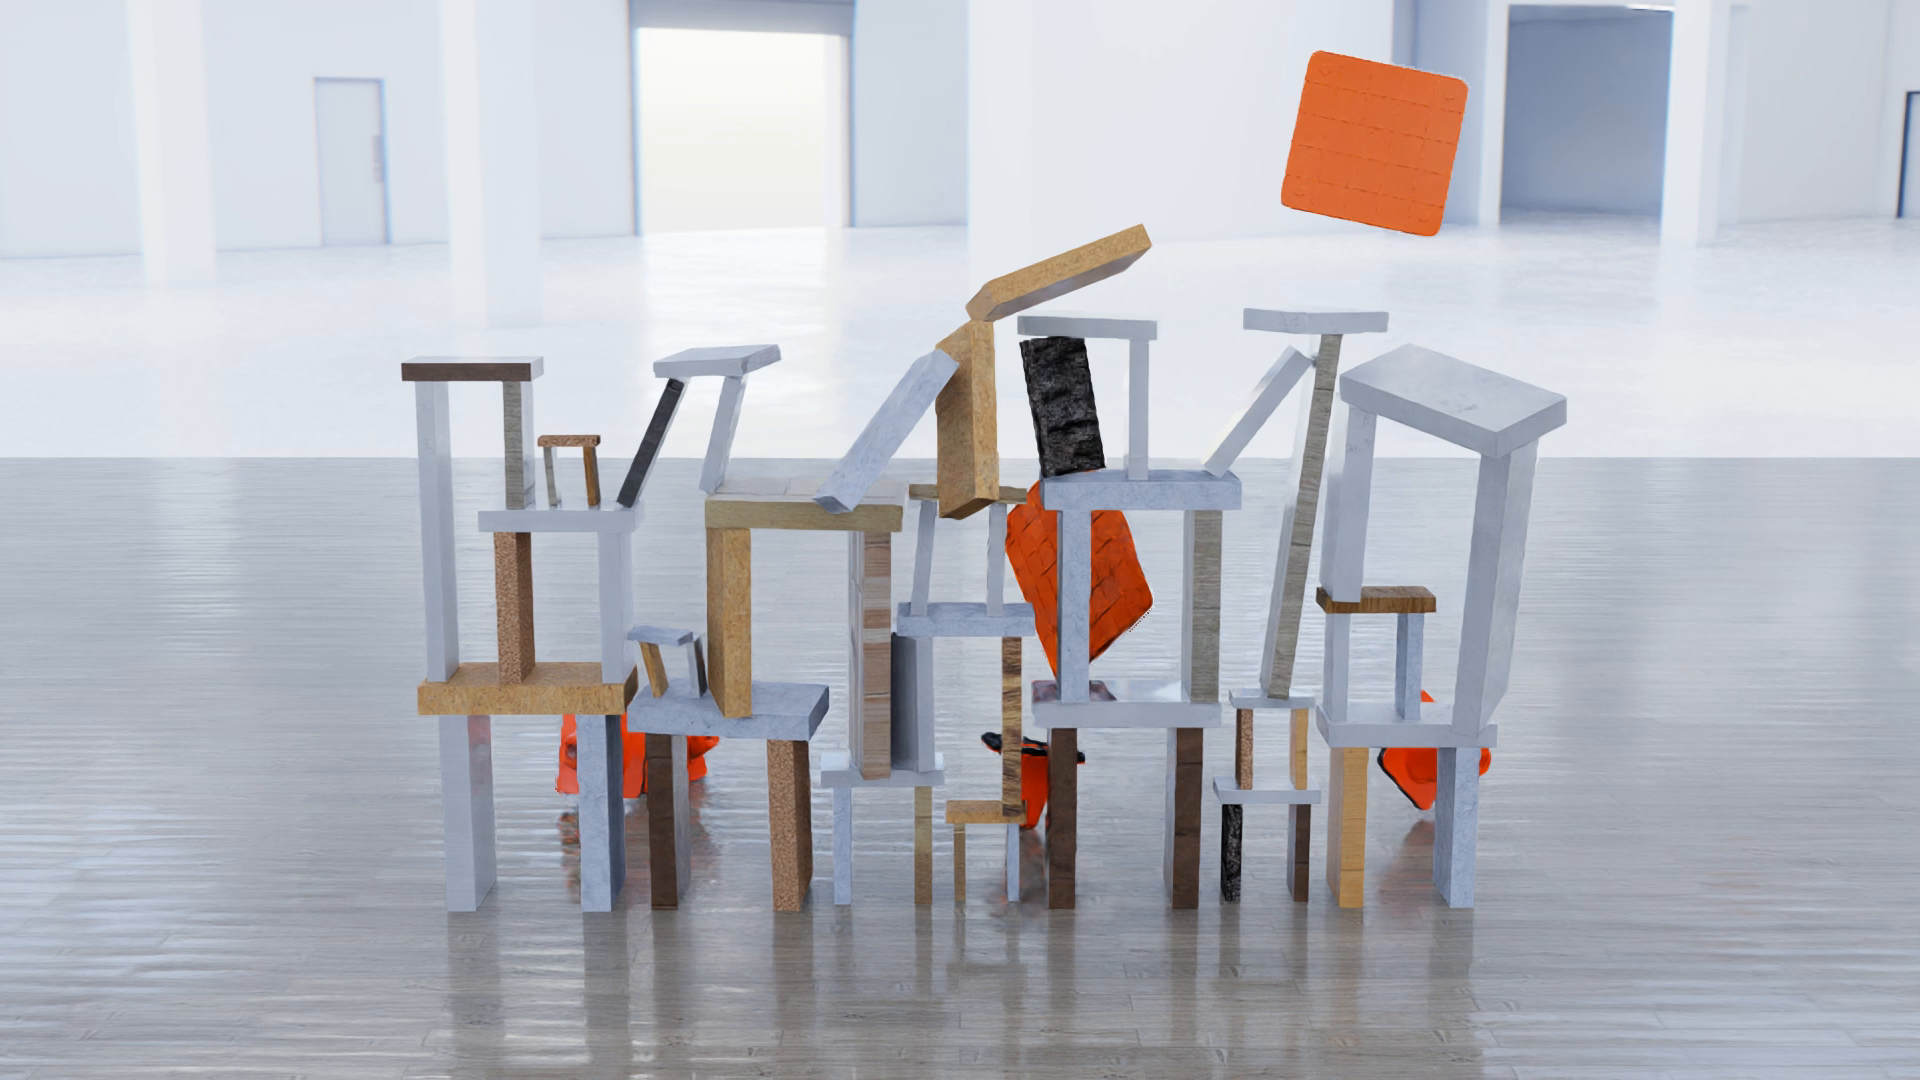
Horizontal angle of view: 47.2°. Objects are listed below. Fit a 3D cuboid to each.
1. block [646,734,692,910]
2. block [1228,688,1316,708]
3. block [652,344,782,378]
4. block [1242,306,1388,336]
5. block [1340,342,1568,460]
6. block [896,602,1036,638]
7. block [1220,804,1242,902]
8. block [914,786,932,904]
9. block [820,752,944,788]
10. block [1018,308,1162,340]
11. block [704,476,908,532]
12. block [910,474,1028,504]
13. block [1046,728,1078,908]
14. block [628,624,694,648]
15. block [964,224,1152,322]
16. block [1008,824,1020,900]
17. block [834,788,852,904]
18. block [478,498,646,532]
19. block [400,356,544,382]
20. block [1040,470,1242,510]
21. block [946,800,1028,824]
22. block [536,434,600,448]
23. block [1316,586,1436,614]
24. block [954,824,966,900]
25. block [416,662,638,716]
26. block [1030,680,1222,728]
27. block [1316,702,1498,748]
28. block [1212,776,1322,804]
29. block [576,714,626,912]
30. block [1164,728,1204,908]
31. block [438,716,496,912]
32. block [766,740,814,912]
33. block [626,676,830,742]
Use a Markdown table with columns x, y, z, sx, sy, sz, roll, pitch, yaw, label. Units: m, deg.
| x | y | z | sx | sy | sz | roll | pitch | yaw | label |
| --- | --- | --- | --- | --- | --- | --- | --- | --- | --- |
| -0.481 | 0.444 | 3.637 | 0.042 | 0.299 | 0.149 | 0 | 11 | 2 | block |
| 0.512 | 0.260 | 3.609 | 0.134 | 0.019 | 0.067 | 0 | 9 | 0 | block |
| -0.381 | -0.281 | 3.450 | 0.187 | 0.027 | 0.094 | 1 | 19 | 37 | block |
| 0.566 | -0.349 | 3.491 | 0.118 | 0.033 | 0.236 | 11 | 12 | 41 | block |
| 0.752 | -0.217 | 3.369 | 0.158 | 0.045 | 0.315 | -25 | 33 | -29 | block |
| 0.010 | 0.129 | 3.581 | 0.222 | 0.031 | 0.111 | 0 | 11 | 0 | block |
| 0.451 | 0.507 | 3.657 | 0.024 | 0.167 | 0.084 | 0 | 11 | 0 | block |
| -0.060 | 0.491 | 3.650 | 0.029 | 0.202 | 0.101 | 0 | 11 | 0 | block |
| -0.128 | 0.378 | 3.625 | 0.202 | 0.029 | 0.101 | 0 | 11 | -2 | block |
| 0.208 | -0.345 | 3.521 | 0.221 | 0.031 | 0.111 | 3 | 12 | 8 | block |
| -0.240 | -0.058 | 3.476 | 0.307 | 0.043 | 0.153 | 2 | 16 | 2 | block |
| 0.014 | -0.082 | 3.531 | 0.186 | 0.026 | 0.093 | 2 | 11 | 1 | block |
| 0.168 | 0.440 | 3.644 | 0.043 | 0.302 | 0.151 | 0 | 10 | 0 | block |
| -0.484 | 0.154 | 3.555 | 0.095 | 0.014 | 0.048 | 7 | 18 | 22 | block |
| 0.153 | -0.412 | 3.435 | 0.275 | 0.039 | 0.137 | -22 | -4 | -17 | block |
| 0.089 | 0.525 | 3.655 | 0.019 | 0.133 | 0.067 | 0 | 11 | 0 | block |
| -0.195 | 0.491 | 3.649 | 0.029 | 0.202 | 0.101 | 0 | 11 | -3 | block |
| -0.641 | -0.041 | 3.548 | 0.248 | 0.035 | 0.124 | 0 | 11 | 0 | block |
| -0.775 | -0.273 | 3.504 | 0.204 | 0.029 | 0.102 | 0 | 11 | 1 | block |
| 0.289 | -0.082 | 3.554 | 0.312 | 0.044 | 0.156 | 0 | 10 | 0 | block |
| 0.044 | 0.450 | 3.641 | 0.133 | 0.019 | 0.067 | 0 | 11 | 1 | block |
| -0.628 | -0.159 | 3.533 | 0.094 | 0.013 | 0.047 | 0 | 11 | -1 | block |
| 0.676 | 0.097 | 3.578 | 0.178 | 0.025 | 0.089 | 0 | 11 | -1 | block |
| 0.000 | 0.524 | 3.655 | 0.019 | 0.133 | 0.067 | 0 | 11 | 0 | block |
| -0.704 | 0.242 | 3.603 | 0.330 | 0.047 | 0.165 | 0 | 11 | -1 | block |
| 0.270 | 0.269 | 3.616 | 0.302 | 0.043 | 0.151 | 0 | 10 | 0 | block |
| 0.732 | 0.304 | 3.617 | 0.272 | 0.039 | 0.136 | 0 | 11 | 0 | block |
| 0.507 | 0.413 | 3.639 | 0.167 | 0.024 | 0.084 | 0 | 11 | 0 | block |
| -0.592 | 0.428 | 3.637 | 0.047 | 0.330 | 0.165 | 0 | 11 | 0 | block |
| 0.370 | 0.439 | 3.645 | 0.043 | 0.302 | 0.151 | 1 | 10 | 0 | block |
| -0.813 | 0.428 | 3.637 | 0.047 | 0.330 | 0.165 | 0 | 11 | 0 | block |
| -0.278 | 0.441 | 3.617 | 0.042 | 0.299 | 0.149 | 1 | 16 | 5 | block |
| -0.376 | 0.274 | 3.583 | 0.299 | 0.042 | 0.149 | 2 | 16 | 9 | block |
